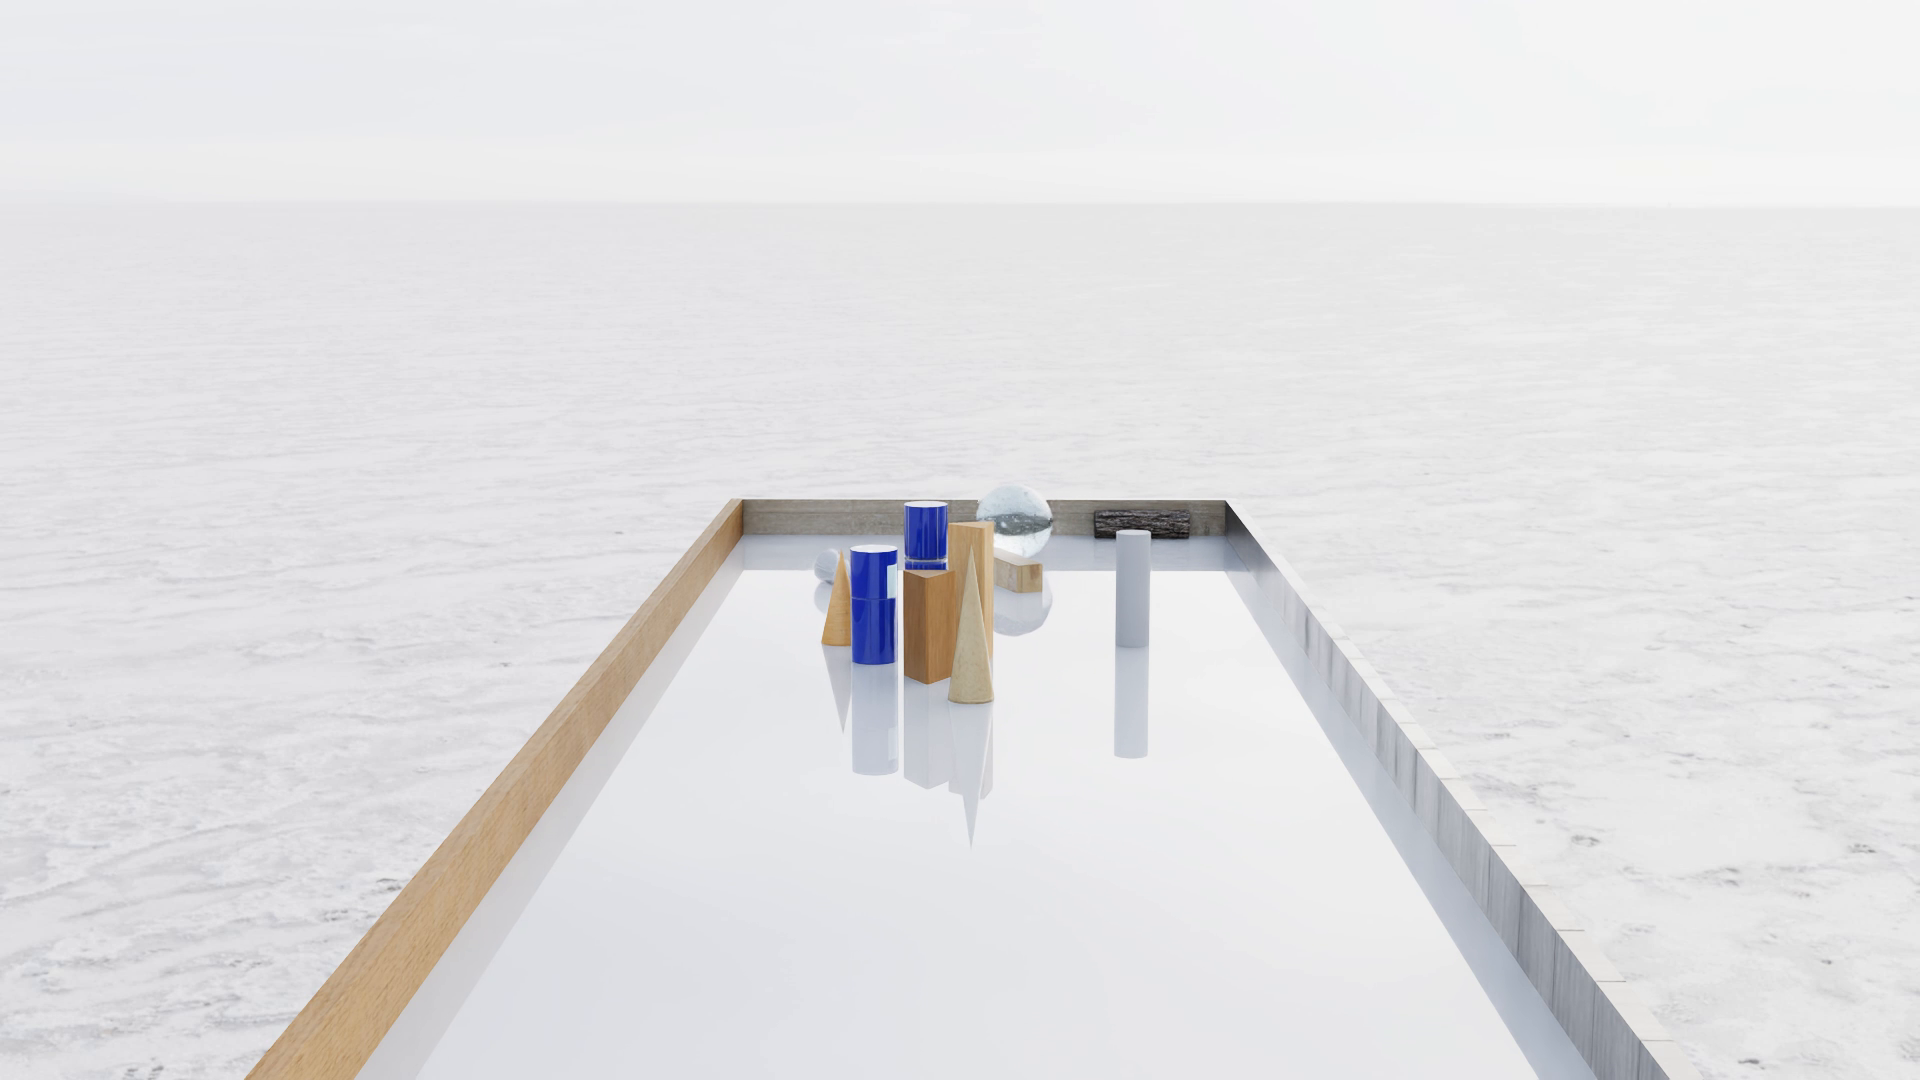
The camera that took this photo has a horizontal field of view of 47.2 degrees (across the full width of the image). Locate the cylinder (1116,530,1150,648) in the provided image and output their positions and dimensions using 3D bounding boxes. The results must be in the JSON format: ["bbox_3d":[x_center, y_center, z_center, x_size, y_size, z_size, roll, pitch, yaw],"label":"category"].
[{"bbox_3d":[0.543,0.152,6.906,0.108,0.357,0.108,0,9,0],"label":"cylinder"}]

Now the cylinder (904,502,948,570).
[{"bbox_3d":[-0.108,0.105,6.933,0.136,0.442,0.136,0,9,0],"label":"cylinder"}]

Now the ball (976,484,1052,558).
[{"bbox_3d":[0.208,-0.068,8.485,0.299,0.299,0.299,0,9,0],"label":"ball"}]

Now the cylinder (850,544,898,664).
[{"bbox_3d":[-0.260,0.196,6.676,0.143,0.344,0.143,0,9,0],"label":"cylinder"}]

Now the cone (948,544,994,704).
[{"bbox_3d":[0.032,0.227,6.152,0.133,0.447,0.133,0,9,0],"label":"cone"}]

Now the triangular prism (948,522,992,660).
[{"bbox_3d":[0.059,0.156,6.686,0.142,0.418,0.123,8,12,41],"label":"triangular prism"}]

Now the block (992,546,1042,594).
[{"bbox_3d":[0.169,0.108,8.008,0.101,0.101,0.412,-4,10,-23],"label":"block"}]

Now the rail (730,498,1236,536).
[{"bbox_3d":[0.099,-0.098,9.147,2.100,0.150,0.050,0,9,1],"label":"rail"}]

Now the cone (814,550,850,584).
[{"bbox_3d":[-0.354,0.146,7.897,0.121,0.121,0.403,-8,21,-41],"label":"cone"}]

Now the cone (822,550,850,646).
[{"bbox_3d":[-0.373,0.174,6.944,0.136,0.302,0.136,0,9,0],"label":"cone"}]

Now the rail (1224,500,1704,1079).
[{"bbox_3d":[1.046,0.843,3.208,0.050,0.150,12.000,0,9,1],"label":"rail"}]

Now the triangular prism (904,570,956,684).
[{"bbox_3d":[-0.110,0.248,6.441,0.131,0.314,0.151,6,11,32],"label":"triangular prism"}]

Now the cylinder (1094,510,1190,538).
[{"bbox_3d":[0.749,-0.067,9.059,0.386,0.117,0.117,0,9,1],"label":"cylinder"}]

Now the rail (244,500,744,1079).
[{"bbox_3d":[-1.004,0.839,3.234,0.050,0.150,12.000,0,9,1],"label":"rail"}]
